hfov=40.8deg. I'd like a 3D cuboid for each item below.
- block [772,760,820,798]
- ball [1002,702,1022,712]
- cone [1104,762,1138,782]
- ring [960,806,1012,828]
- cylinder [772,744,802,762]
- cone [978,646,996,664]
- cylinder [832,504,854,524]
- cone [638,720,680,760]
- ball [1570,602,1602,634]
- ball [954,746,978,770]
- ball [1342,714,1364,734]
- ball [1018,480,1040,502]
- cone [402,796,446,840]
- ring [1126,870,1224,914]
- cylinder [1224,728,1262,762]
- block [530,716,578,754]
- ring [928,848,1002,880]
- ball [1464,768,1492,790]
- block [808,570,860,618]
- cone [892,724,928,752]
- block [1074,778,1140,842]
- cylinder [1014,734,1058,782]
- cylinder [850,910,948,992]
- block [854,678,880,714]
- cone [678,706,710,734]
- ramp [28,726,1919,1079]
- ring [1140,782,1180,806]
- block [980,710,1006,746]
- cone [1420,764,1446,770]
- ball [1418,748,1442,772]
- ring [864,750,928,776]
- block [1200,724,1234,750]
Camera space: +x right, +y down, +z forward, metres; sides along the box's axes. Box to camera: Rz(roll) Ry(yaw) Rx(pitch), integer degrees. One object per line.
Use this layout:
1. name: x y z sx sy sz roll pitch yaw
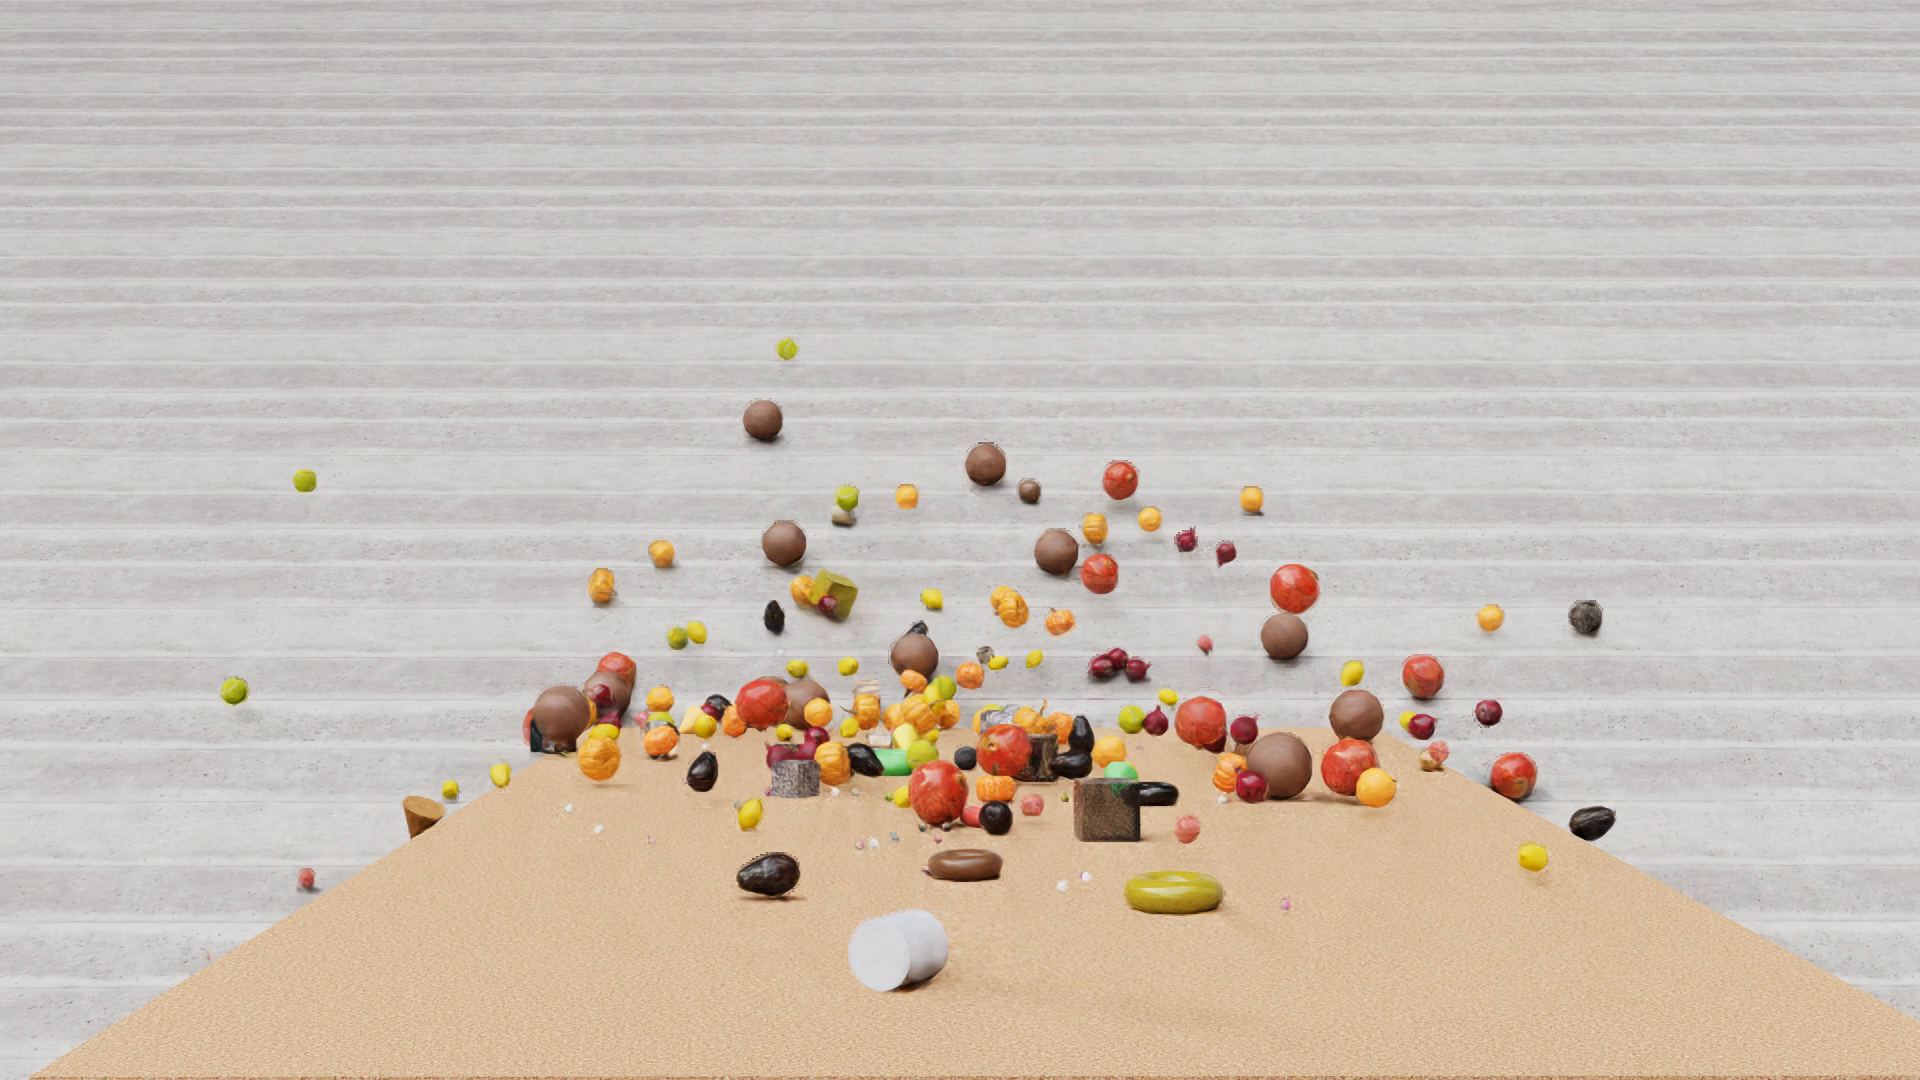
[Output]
1. block: -0.322 0.468 5.064 0.067 0.067 0.067 1 1 36
2. ball: 0.136 0.457 6.758 0.061 0.061 0.061 0 27 0
3. cone: 0.308 0.485 5.102 0.070 0.070 0.070 10 31 18
4. ring: 0.045 0.493 4.609 0.093 0.031 0.093 -1 2 0
5. cylinder: -0.375 0.467 5.596 0.052 0.052 0.052 0 26 18
6. cone: 0.065 0.315 6.957 0.050 0.050 0.050 -8 -10 -15
7. cylinder: -0.354 -0.076 7.787 0.060 0.060 0.060 -1 27 4
8. cone: -0.682 0.469 5.801 0.095 0.095 0.095 1 28 3
9. ball: 1.746 0.215 7.199 0.089 0.089 0.089 0 27 0
10. ball: 0.013 0.468 5.539 0.052 0.052 0.052 0 27 0
11. ball: 0.974 0.455 6.401 0.051 0.051 0.051 0 27 0
12. ball: 0.213 -0.149 7.920 0.070 0.070 0.070 0 27 0
13. cone: -0.979 0.517 4.665 0.080 0.080 0.080 18 16 -5
14. ring: 0.304 0.500 3.662 0.140 0.047 0.140 -1 2 0
15. cylinder: 0.626 0.455 5.716 0.059 0.059 0.059 23 24 -14
16. block: -0.937 0.451 5.962 0.075 0.075 0.075 1 1 34
17. ring: 0.007 0.499 3.968 0.115 0.038 0.115 -1 1 0
18. ball: 1.287 0.611 6.444 0.080 0.080 0.080 0 27 0
19. block: -0.355 0.152 7.265 0.090 0.090 0.090 18 11 -29
20. cone: -0.117 0.471 5.787 0.085 0.085 0.085 3 28 5
21. block: 0.252 0.462 4.418 0.099 0.099 0.099 0 1 -6
22. cylinder: 0.159 0.451 5.358 0.092 0.092 0.092 0 1 0
23. cylinder: -0.072 0.489 3.077 0.085 0.085 0.085 18 11 31
24. block: -0.246 0.412 6.825 0.062 0.062 0.062 -5 54 -9
25. cone: -0.677 0.464 6.427 0.078 0.078 0.078 20 39 33
26. ramp: 0.062 0.559 4.596 2.000 0.100 4.000 0 1 0
27. ring: 0.361 0.484 4.929 0.117 0.039 0.117 -1 0 0
28. block: 0.093 0.447 6.129 0.077 0.077 0.077 0 1 11
29. cone: 1.024 0.482 5.556 0.051 0.051 0.051 14 30 39
30. ball: 1.005 0.469 5.518 0.051 0.051 0.051 0 27 0
31. ring: -0.136 0.472 5.476 0.140 0.047 0.140 -1 3 0
32. block: 0.598 0.459 6.010 0.055 0.055 0.055 1 1 43
